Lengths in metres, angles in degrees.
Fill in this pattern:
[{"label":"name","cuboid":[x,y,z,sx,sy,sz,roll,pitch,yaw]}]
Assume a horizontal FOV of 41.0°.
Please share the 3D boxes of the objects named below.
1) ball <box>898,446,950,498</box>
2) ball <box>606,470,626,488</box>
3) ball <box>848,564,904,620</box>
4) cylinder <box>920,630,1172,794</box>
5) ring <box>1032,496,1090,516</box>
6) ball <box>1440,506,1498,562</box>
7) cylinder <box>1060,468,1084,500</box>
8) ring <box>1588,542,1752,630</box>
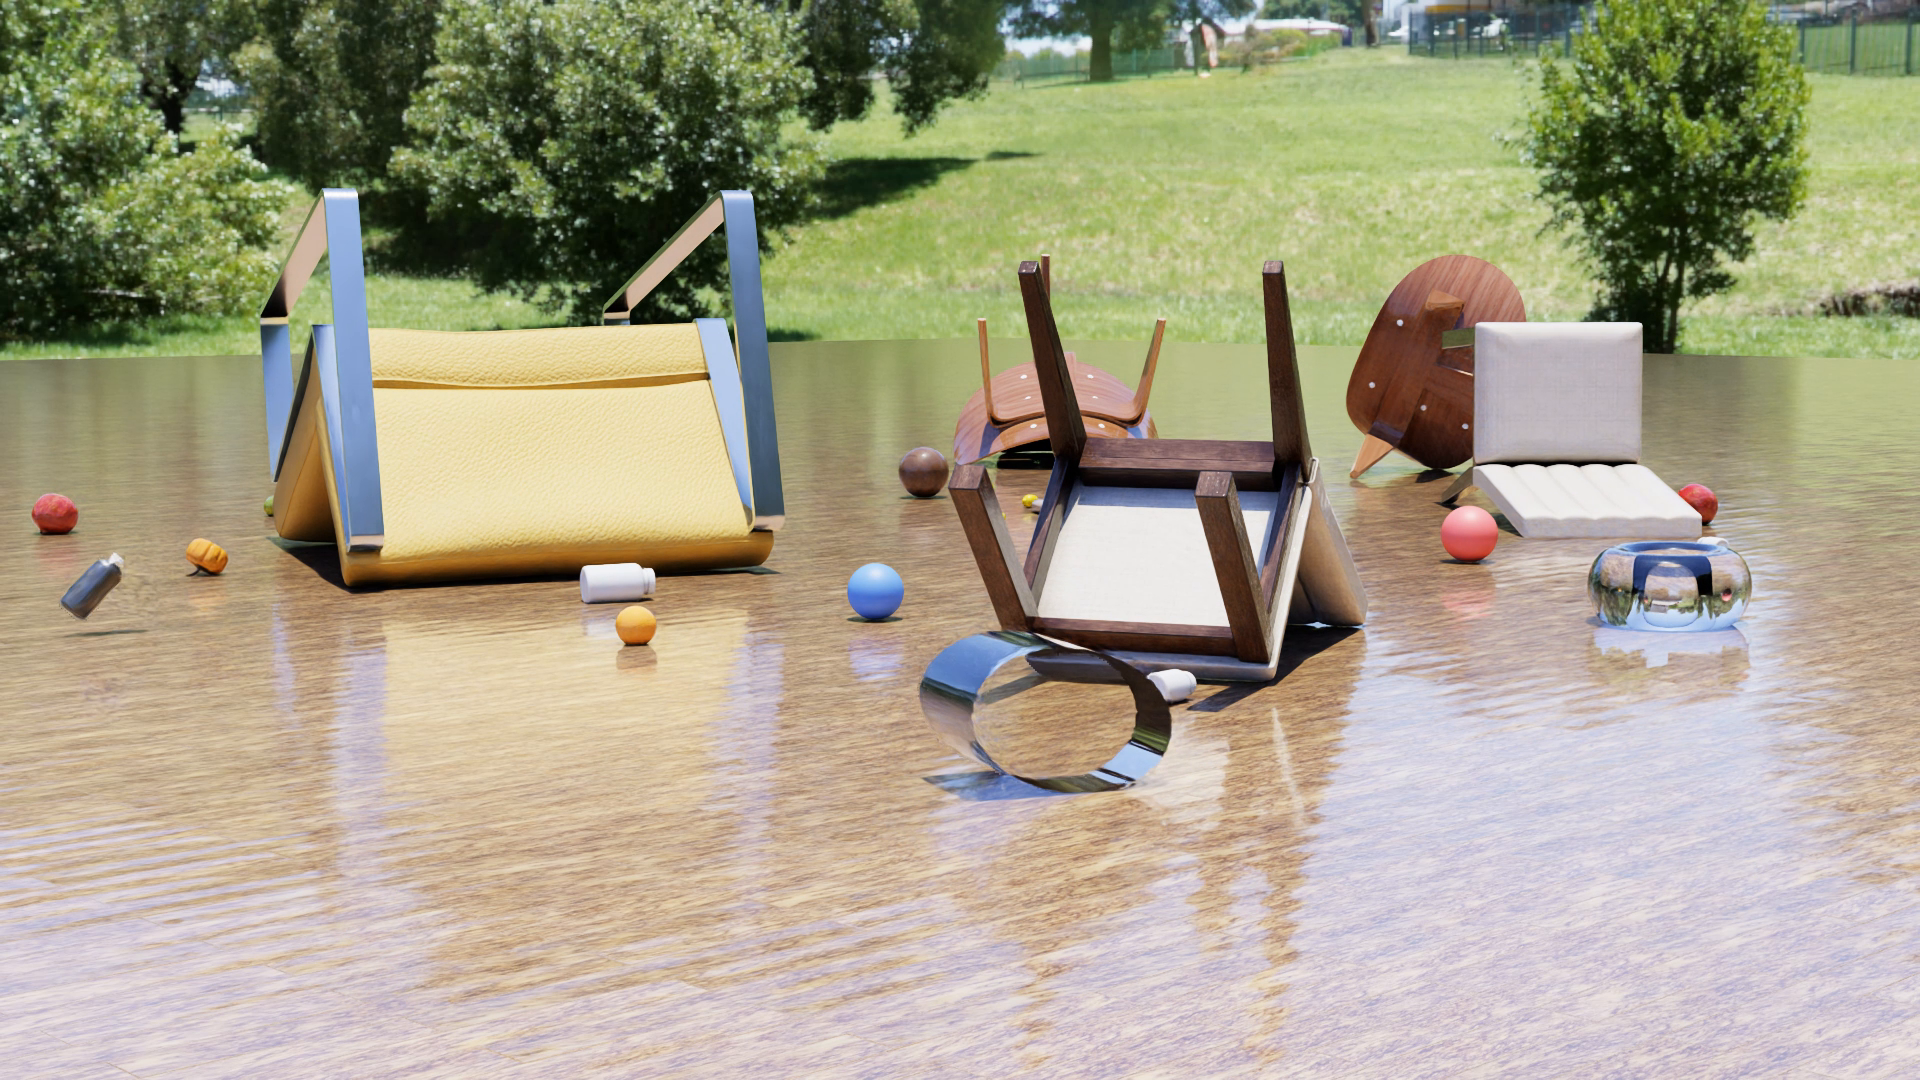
[{"label":"ball","cuboid":[-0.108,-0.202,7.628,0.152,0.152,0.152,0,6,0]},{"label":"ball","cuboid":[-1.073,-0.192,7.997,0.057,0.057,0.057,0,6,0]},{"label":"ball","cuboid":[-0.162,0.099,4.923,0.109,0.109,0.109,0,6,0]},{"label":"cylinder","cuboid":[0.110,0.222,3.335,0.286,0.185,0.173,11,1,-24]},{"label":"ring","cuboid":[0.280,-0.094,7.136,0.159,0.040,0.212,-1,5,-16]},{"label":"ball","cuboid":[1.174,-0.014,5.914,0.130,0.130,0.130,0,6,0]},{"label":"cylinder","cuboid":[0.333,-0.167,7.608,0.059,0.088,0.101,-2,6,-20]},{"label":"ring","cuboid":[1.347,0.087,4.874,0.314,0.145,0.280,-3,8,-21]}]
